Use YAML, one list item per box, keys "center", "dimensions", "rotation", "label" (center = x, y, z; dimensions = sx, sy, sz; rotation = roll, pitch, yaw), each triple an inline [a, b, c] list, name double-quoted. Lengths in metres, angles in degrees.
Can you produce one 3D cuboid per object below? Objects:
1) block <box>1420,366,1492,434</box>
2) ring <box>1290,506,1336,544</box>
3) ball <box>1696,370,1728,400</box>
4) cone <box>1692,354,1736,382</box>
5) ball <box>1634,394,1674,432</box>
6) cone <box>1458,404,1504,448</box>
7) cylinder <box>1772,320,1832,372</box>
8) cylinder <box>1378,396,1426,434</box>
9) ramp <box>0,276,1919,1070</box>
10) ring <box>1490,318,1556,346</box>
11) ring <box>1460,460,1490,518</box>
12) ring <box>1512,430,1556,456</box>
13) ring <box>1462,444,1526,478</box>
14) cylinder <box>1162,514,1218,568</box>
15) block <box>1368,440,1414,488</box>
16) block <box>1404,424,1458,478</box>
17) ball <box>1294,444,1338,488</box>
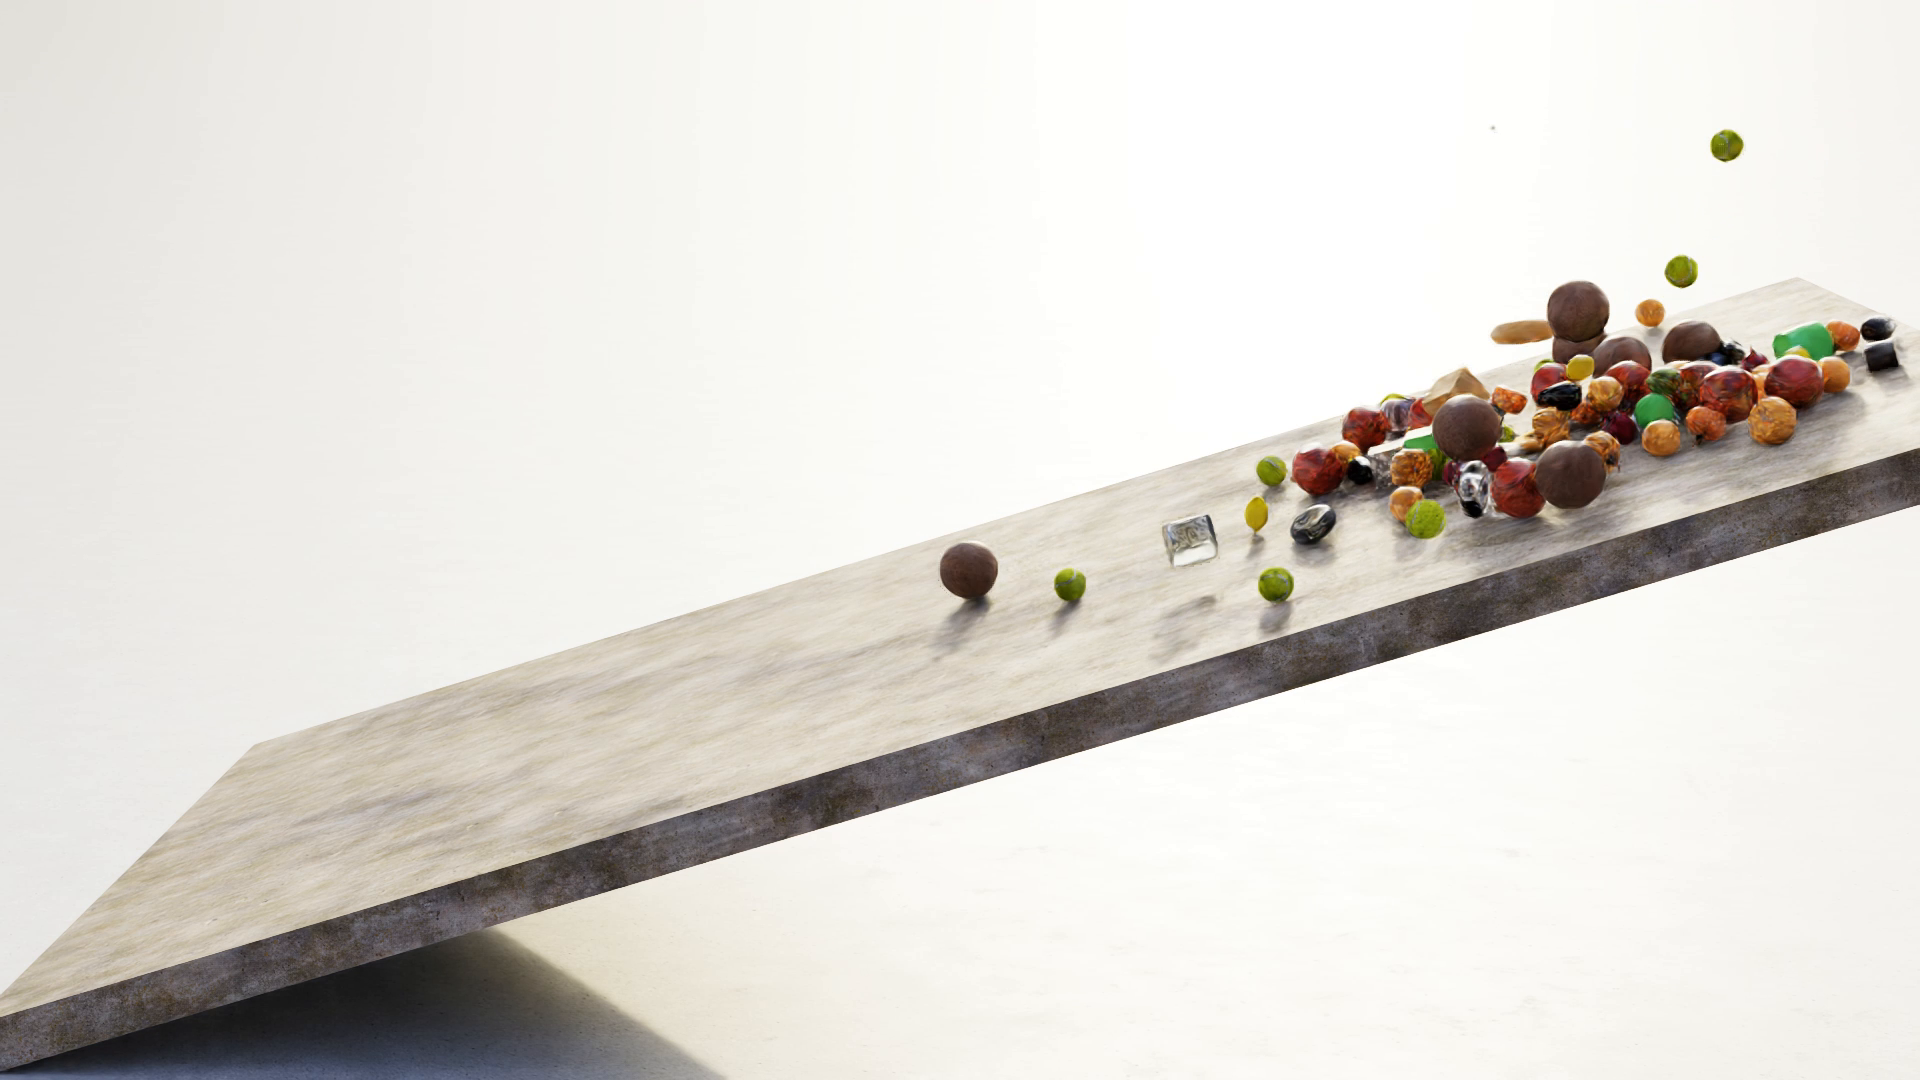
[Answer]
- center: [1.038, -0.293, 6.153]
  dimensions: [0.087, 0.087, 0.087]
  rotation: [-26, 22, 50]
  label: "block"
- center: [0.714, -0.030, 5.942]
  dimensions: [0.102, 0.034, 0.102]
  rotation: [-29, 26, 16]
  label: "ring"
- center: [1.546, -0.319, 6.054]
  dimensions: [0.064, 0.064, 0.064]
  rotation: [0, 11, 0]
  label: "ball"
- center: [1.571, -0.326, 6.117]
  dimensions: [0.088, 0.088, 0.088]
  rotation: [2, 42, 9]
  label: "cone"
- center: [1.380, -0.253, 5.847]
  dimensions: [0.077, 0.077, 0.077]
  rotation: [0, 11, 0]
  label: "ball"
- center: [1.088, -0.254, 6.040]
  dimensions: [0.098, 0.098, 0.098]
  rotation: [-3, -26, -15]
  label: "cone"
- center: [1.744, -0.400, 6.088]
  dimensions: [0.086, 0.086, 0.086]
  rotation: [-20, 16, -13]
  label: "cylinder"
- center: [1.016, -0.287, 6.746]
  dimensions: [0.077, 0.077, 0.077]
  rotation: [-8, 17, -34]
  label: "cylinder"
- center: [0.098, 0.184, 6.313]
  dimensions: [4.000, 0.100, 2.000]
  rotation: [-17, 10, 5]
  label: "ramp"
- center: [1.284, -0.475, 6.704]
  dimensions: [0.150, 0.050, 0.150]
  rotation: [-5, -1, 0]
  label: "ring"
- center: [0.996, -0.098, 5.686]
  dimensions: [0.037, 0.112, 0.112]
  rotation: [3, 11, 30]
  label: "ring"
- center: [1.194, -0.203, 6.126]
  dimensions: [0.096, 0.032, 0.096]
  rotation: [-20, 13, 5]
  label: "ring"
- center: [1.095, -0.161, 6.037]
  dimensions: [0.136, 0.045, 0.136]
  rotation: [-19, 11, 4]
  label: "ring"
- center: [0.463, 0.002, 5.913]
  dimensions: [0.091, 0.091, 0.091]
  rotation: [-14, 13, -5]
  label: "cylinder"
- center: [0.916, -0.162, 6.256]
  dimensions: [0.076, 0.076, 0.076]
  rotation: [-15, 11, 15]
  label: "block"
- center: [0.999, -0.191, 6.239]
  dimensions: [0.087, 0.087, 0.087]
  rotation: [-14, 11, 19]
  label: "block"
- center: [0.780, -0.162, 6.431]
  dimensions: [0.096, 0.096, 0.096]
  rotation: [0, 11, 0]
  label: "ball"
